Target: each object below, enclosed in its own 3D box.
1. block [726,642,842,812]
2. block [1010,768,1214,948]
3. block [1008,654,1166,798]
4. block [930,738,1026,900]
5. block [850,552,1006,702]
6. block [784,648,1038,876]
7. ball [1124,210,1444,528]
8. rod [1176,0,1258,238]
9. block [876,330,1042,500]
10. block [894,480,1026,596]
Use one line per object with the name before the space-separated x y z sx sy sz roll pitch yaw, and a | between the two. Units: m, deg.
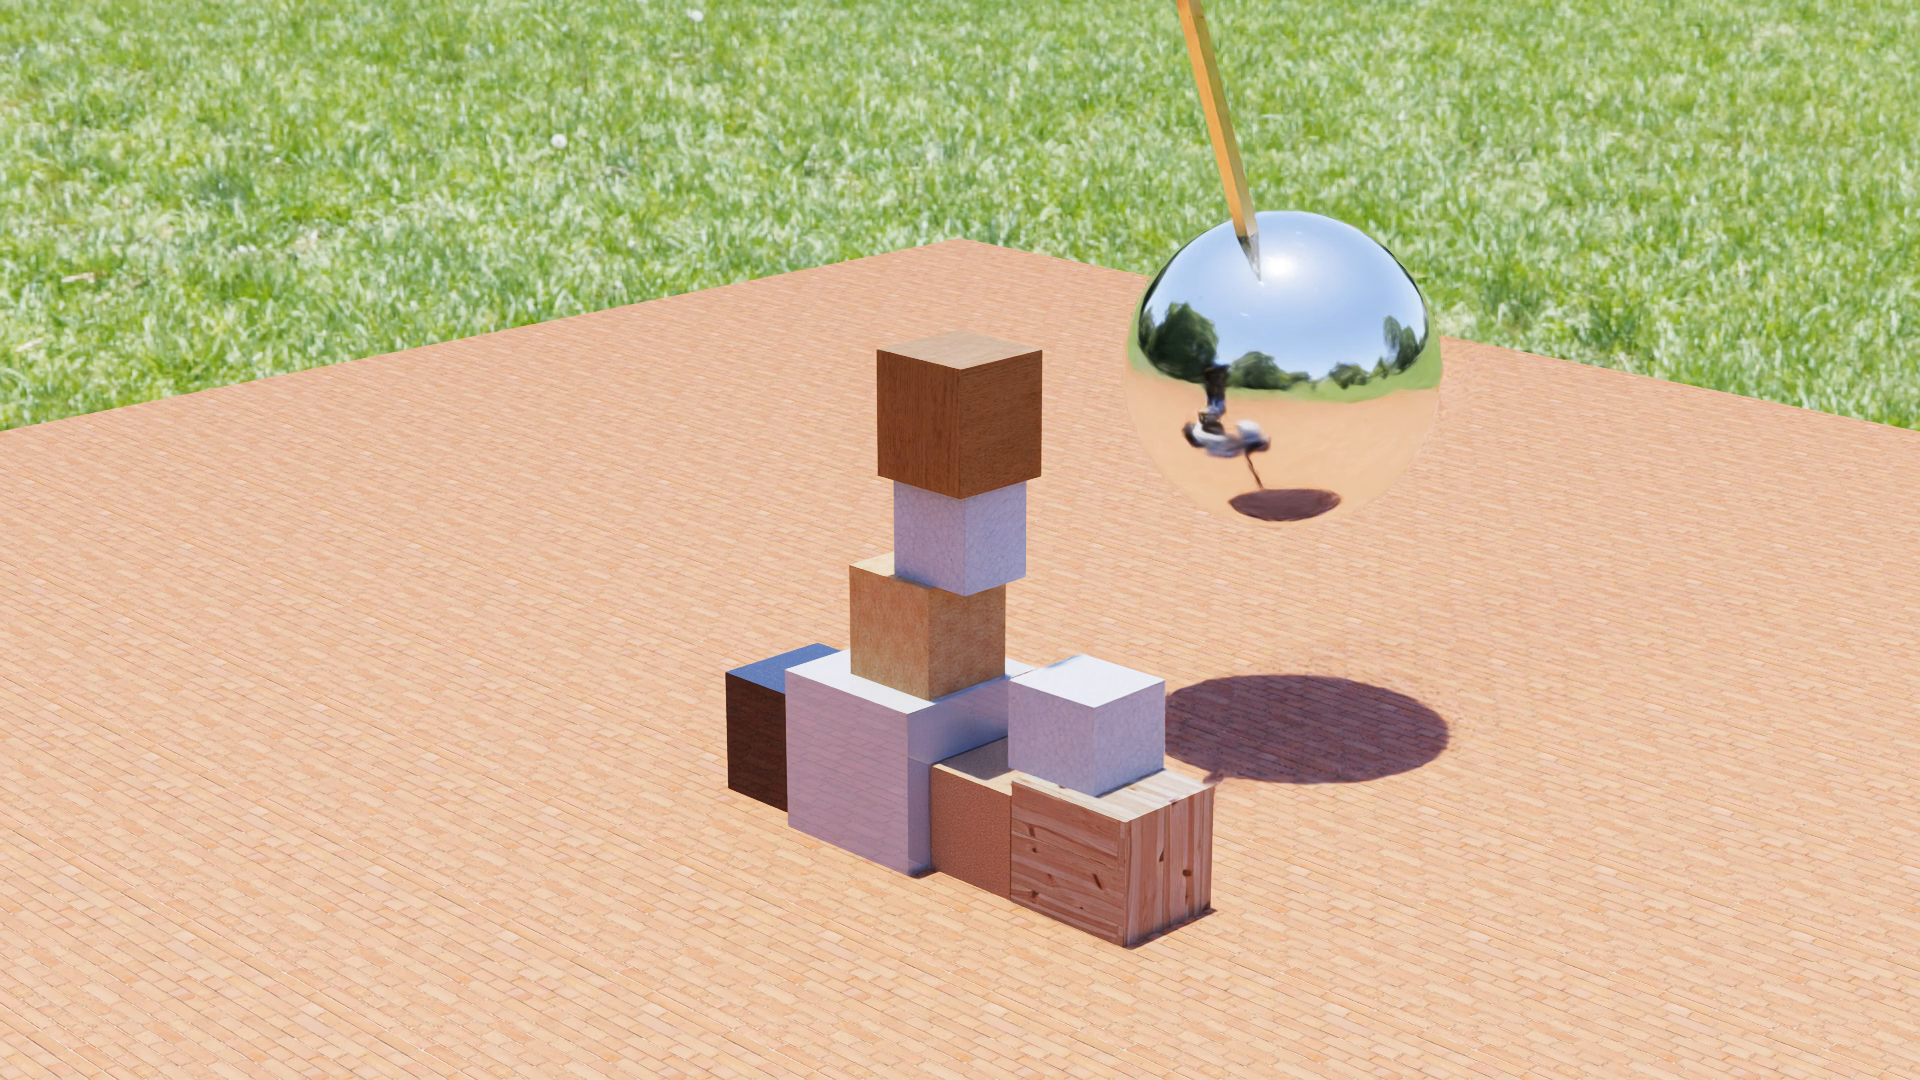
block | -0.732 0.927 14.376 0.608 0.610 0.554 -17 24 -42
block | 0.675 1.355 13.051 0.586 0.589 0.676 -17 24 -42
block | 0.564 0.819 13.077 0.504 0.417 0.482 16 23 41
block | 0.256 1.262 13.479 0.596 0.509 0.507 -17 24 -42
block | -0.150 0.372 13.618 0.502 0.535 0.522 -17 24 -42
block | -0.228 0.985 13.886 0.854 0.795 0.826 -17 24 -42
ball | 1.623 -0.860 14.772 1.600 1.600 1.600 0 17 0
rod | 0.703 -3.582 12.953 0.080 5.200 0.080 17 46 42
block | -0.002 -0.570 13.160 0.516 0.589 0.532 -17 24 -42
block | 0.000 -0.064 13.321 0.392 0.474 0.460 -17 24 -42
